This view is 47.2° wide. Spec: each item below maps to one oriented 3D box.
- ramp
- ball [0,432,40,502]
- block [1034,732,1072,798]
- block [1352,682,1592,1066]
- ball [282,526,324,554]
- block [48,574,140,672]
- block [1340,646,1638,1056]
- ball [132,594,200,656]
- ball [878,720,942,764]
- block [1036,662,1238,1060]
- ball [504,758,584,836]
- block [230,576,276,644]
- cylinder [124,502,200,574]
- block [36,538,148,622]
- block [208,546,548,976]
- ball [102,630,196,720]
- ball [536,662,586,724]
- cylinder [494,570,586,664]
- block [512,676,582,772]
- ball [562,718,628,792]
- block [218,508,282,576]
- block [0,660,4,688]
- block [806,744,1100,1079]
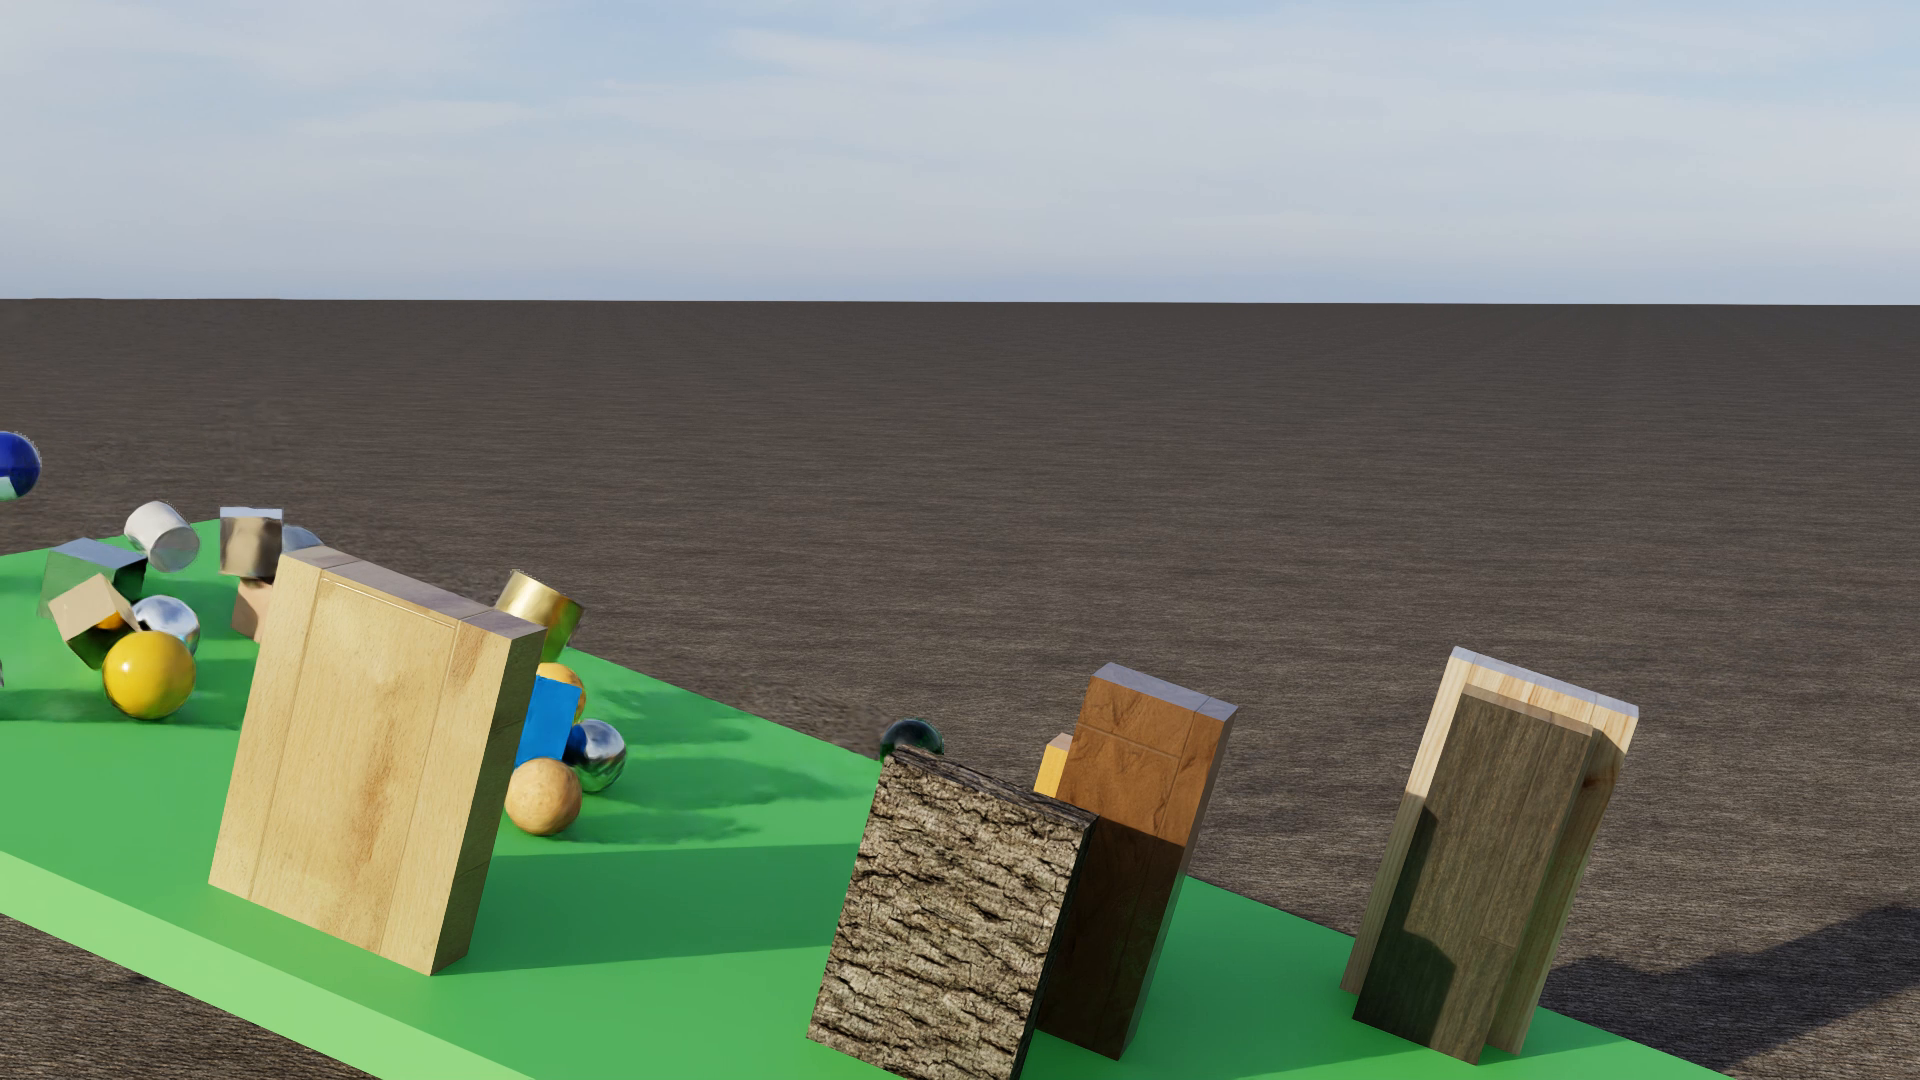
[{"bbox_3d":[-0.374,0.729,4.238,4.000,0.100,2.000,19,12,14],"label":"ramp"},{"bbox_3d":[-1.917,-0.147,4.401,0.142,0.142,0.142,0,7,0],"label":"ball"},{"bbox_3d":[0.268,0.632,4.235,0.312,0.428,0.113,19,12,14],"label":"block"},{"bbox_3d":[1.019,0.665,4.386,0.258,0.707,0.114,19,12,14],"label":"block"},{"bbox_3d":[-1.551,0.064,5.073,0.195,0.195,0.195,0,7,0],"label":"ball"},{"bbox_3d":[-1.683,0.160,4.288,0.113,0.113,0.113,-32,56,-8],"label":"block"},{"bbox_3d":[1.084,0.636,4.524,0.382,0.743,0.130,19,12,14],"label":"block"},{"bbox_3d":[-1.626,0.190,4.469,0.156,0.156,0.156,0,7,0],"label":"ball"},{"bbox_3d":[-0.114,0.490,5.104,0.149,0.149,0.149,0,7,0],"label":"ball"},{"bbox_3d":[0.276,0.574,3.949,0.246,0.652,0.140,19,12,14],"label":"block"},{"bbox_3d":[-0.793,0.488,4.189,0.149,0.149,0.149,0,7,0],"label":"ball"},{"bbox_3d":[-1.507,0.150,4.874,0.134,0.134,0.134,22,13,32],"label":"block"},{"bbox_3d":[-1.785,-0.006,4.921,0.118,0.118,0.118,36,28,34],"label":"cylinder"},{"bbox_3d":[-1.834,0.097,4.652,0.147,0.147,0.147,16,11,3],"label":"block"},{"bbox_3d":[-0.945,0.352,3.554,0.424,0.574,0.118,19,12,14],"label":"block"},{"bbox_3d":[-1.551,0.257,4.207,0.171,0.171,0.171,0,7,0],"label":"ball"},{"bbox_3d":[-0.887,0.342,4.750,0.155,0.155,0.155,0,7,0],"label":"ball"},{"bbox_3d":[-0.951,0.189,4.867,0.178,0.178,0.178,27,-9,5],"label":"cylinder"},{"bbox_3d":[-0.879,0.367,4.376,0.181,0.181,0.181,18,-16,-15],"label":"block"},{"bbox_3d":[-0.753,0.439,4.480,0.148,0.148,0.148,0,7,0],"label":"ball"},{"bbox_3d":[-1.558,0.004,4.832,0.129,0.129,0.129,1,10,-18],"label":"block"},{"bbox_3d":[-1.838,0.223,3.999,0.122,0.122,0.122,16,30,20],"label":"block"},{"bbox_3d":[-0.015,0.638,3.618,0.347,0.507,0.104,19,12,14],"label":"block"}]
